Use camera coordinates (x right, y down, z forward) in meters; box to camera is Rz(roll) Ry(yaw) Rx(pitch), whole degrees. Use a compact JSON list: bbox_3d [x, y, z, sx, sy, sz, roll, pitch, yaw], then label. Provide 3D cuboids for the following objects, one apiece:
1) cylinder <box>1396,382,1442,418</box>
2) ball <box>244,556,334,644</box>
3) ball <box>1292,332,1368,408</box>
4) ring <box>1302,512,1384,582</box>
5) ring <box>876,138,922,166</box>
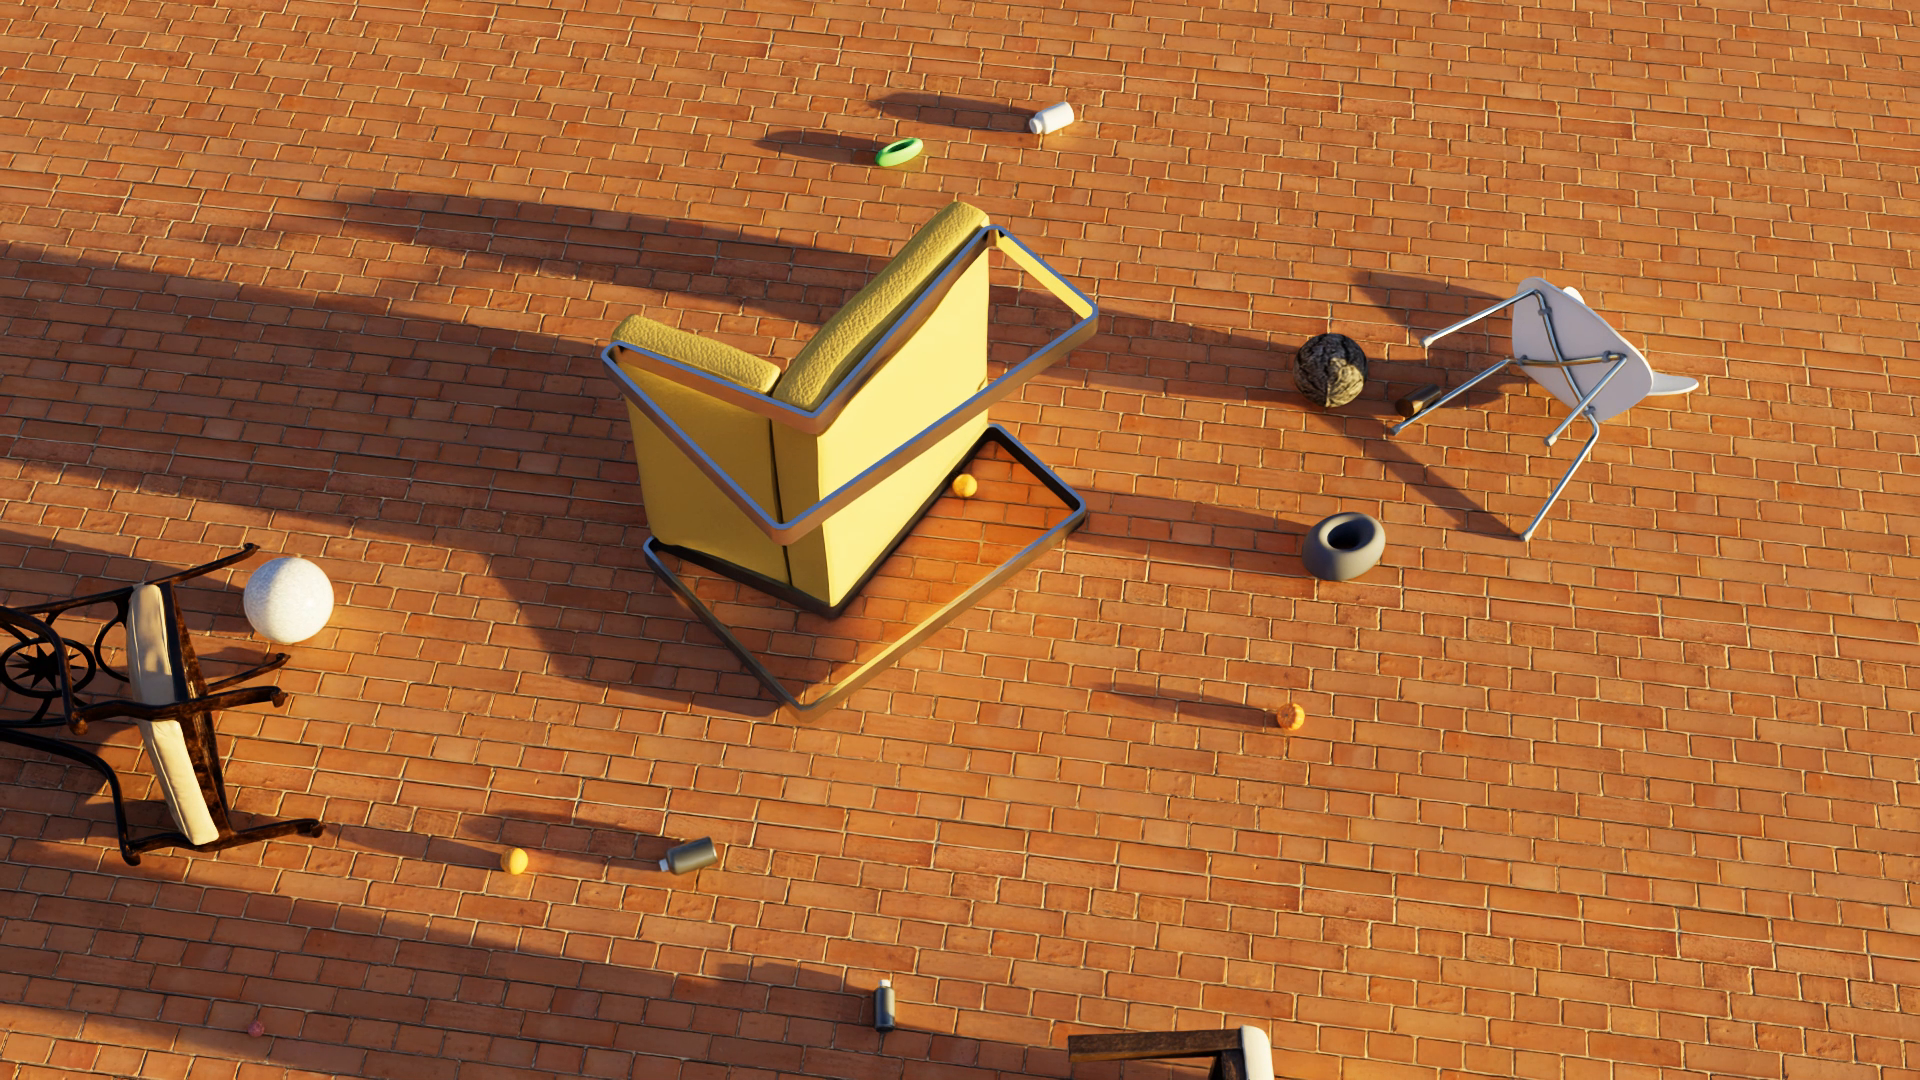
[{"bbox_3d":[1.419,-0.434,6.811,0.112,0.100,0.064,-30,95,-19],"label":"cylinder"},{"bbox_3d":[-1.926,0.171,6.309,0.249,0.249,0.249,0,56,0],"label":"ball"},{"bbox_3d":[1.143,-0.524,6.788,0.230,0.230,0.230,0,56,0],"label":"ball"},{"bbox_3d":[1.130,0.019,6.485,0.261,0.129,0.192,-20,56,-14],"label":"ring"},{"bbox_3d":[-0.206,-1.308,7.418,0.180,0.057,0.062,-24,57,-16],"label":"ring"}]
